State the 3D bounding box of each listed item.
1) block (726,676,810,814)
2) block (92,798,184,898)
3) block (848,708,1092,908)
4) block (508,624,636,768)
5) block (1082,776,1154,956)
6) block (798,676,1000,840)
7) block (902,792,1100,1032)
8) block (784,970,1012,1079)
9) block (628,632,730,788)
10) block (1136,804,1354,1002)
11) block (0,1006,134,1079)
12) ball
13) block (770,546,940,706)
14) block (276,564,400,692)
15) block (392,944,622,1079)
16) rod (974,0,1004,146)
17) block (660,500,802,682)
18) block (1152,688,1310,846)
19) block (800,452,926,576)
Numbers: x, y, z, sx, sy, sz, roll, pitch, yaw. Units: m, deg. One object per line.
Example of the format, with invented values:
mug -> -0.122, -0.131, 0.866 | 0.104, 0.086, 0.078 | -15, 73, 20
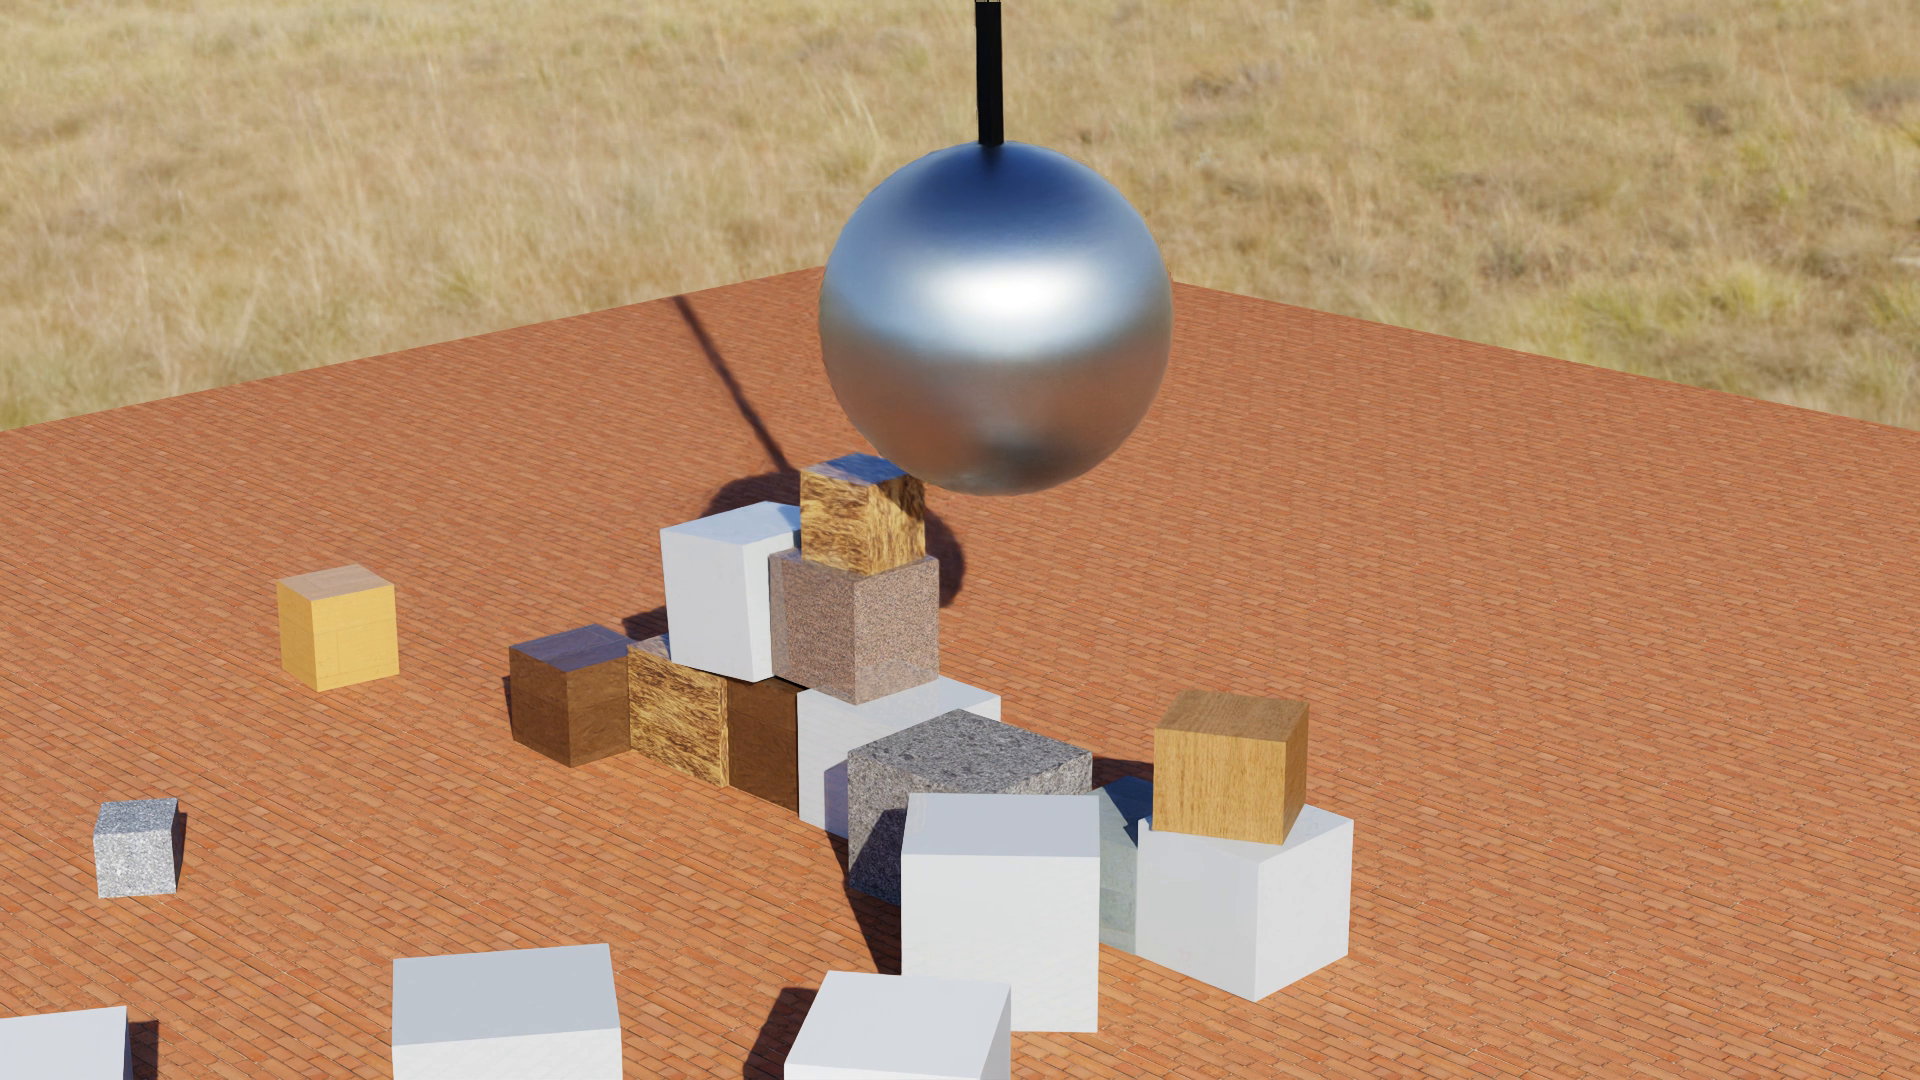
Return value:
block -> -0.734, 0.922, 14.404 | 0.563, 0.604, 0.583 | 17, 24, 42
block -> -3.745, 1.402, 13.370 | 0.339, 0.309, 0.386 | -3, 18, -9
block -> 0.044, 1.262, 13.225 | 0.814, 0.662, 0.736 | 15, 23, 40
block -> -1.925, 0.790, 14.978 | 0.534, 0.512, 0.518 | -15, 23, -39
block -> 0.759, 1.429, 12.976 | 0.570, 0.493, 0.634 | 16, 23, 40
block -> -0.289, 1.039, 13.960 | 0.653, 0.647, 0.707 | -17, 24, -42
block -> 0.174, 1.537, 12.163 | 0.796, 0.774, 0.646 | 1, 17, 2
block -> -0.214, 2.057, 10.731 | 0.696, 0.642, 0.757 | 3, 18, 9
block -> -1.177, 0.800, 14.843 | 0.696, 0.573, 0.710 | 17, 24, 42
block -> 1.216, 1.490, 12.557 | 0.653, 0.628, 0.641 | 16, 24, 42
block -> -3.248, 2.142, 10.359 | 0.629, 0.702, 0.659 | -4, 18, -13
ball -> 0.160, -0.993, 13.197 | 1.600, 1.600, 1.600 | 0, 17, 0
block -> -0.503, 0.366, 14.011 | 0.534, 0.607, 0.608 | -16, 23, -41
block -> -3.391, 0.474, 15.980 | 0.480, 0.514, 0.457 | -12, 21, -34
block -> -1.653, 1.998, 10.742 | 0.795, 0.747, 0.707 | -3, 18, -10
rod -> 0.069, -4.208, 12.092 | 0.080, 5.200, 0.080 | 17, 26, 42
block -> -0.986, 0.243, 14.441 | 0.690, 0.678, 0.620 | -17, 19, -42
block -> 1.152, 0.957, 12.438 | 0.556, 0.460, 0.495 | 5, 18, 17
block -> -0.458, -0.126, 13.842 | 0.434, 0.434, 0.396 | 15, 23, 40
